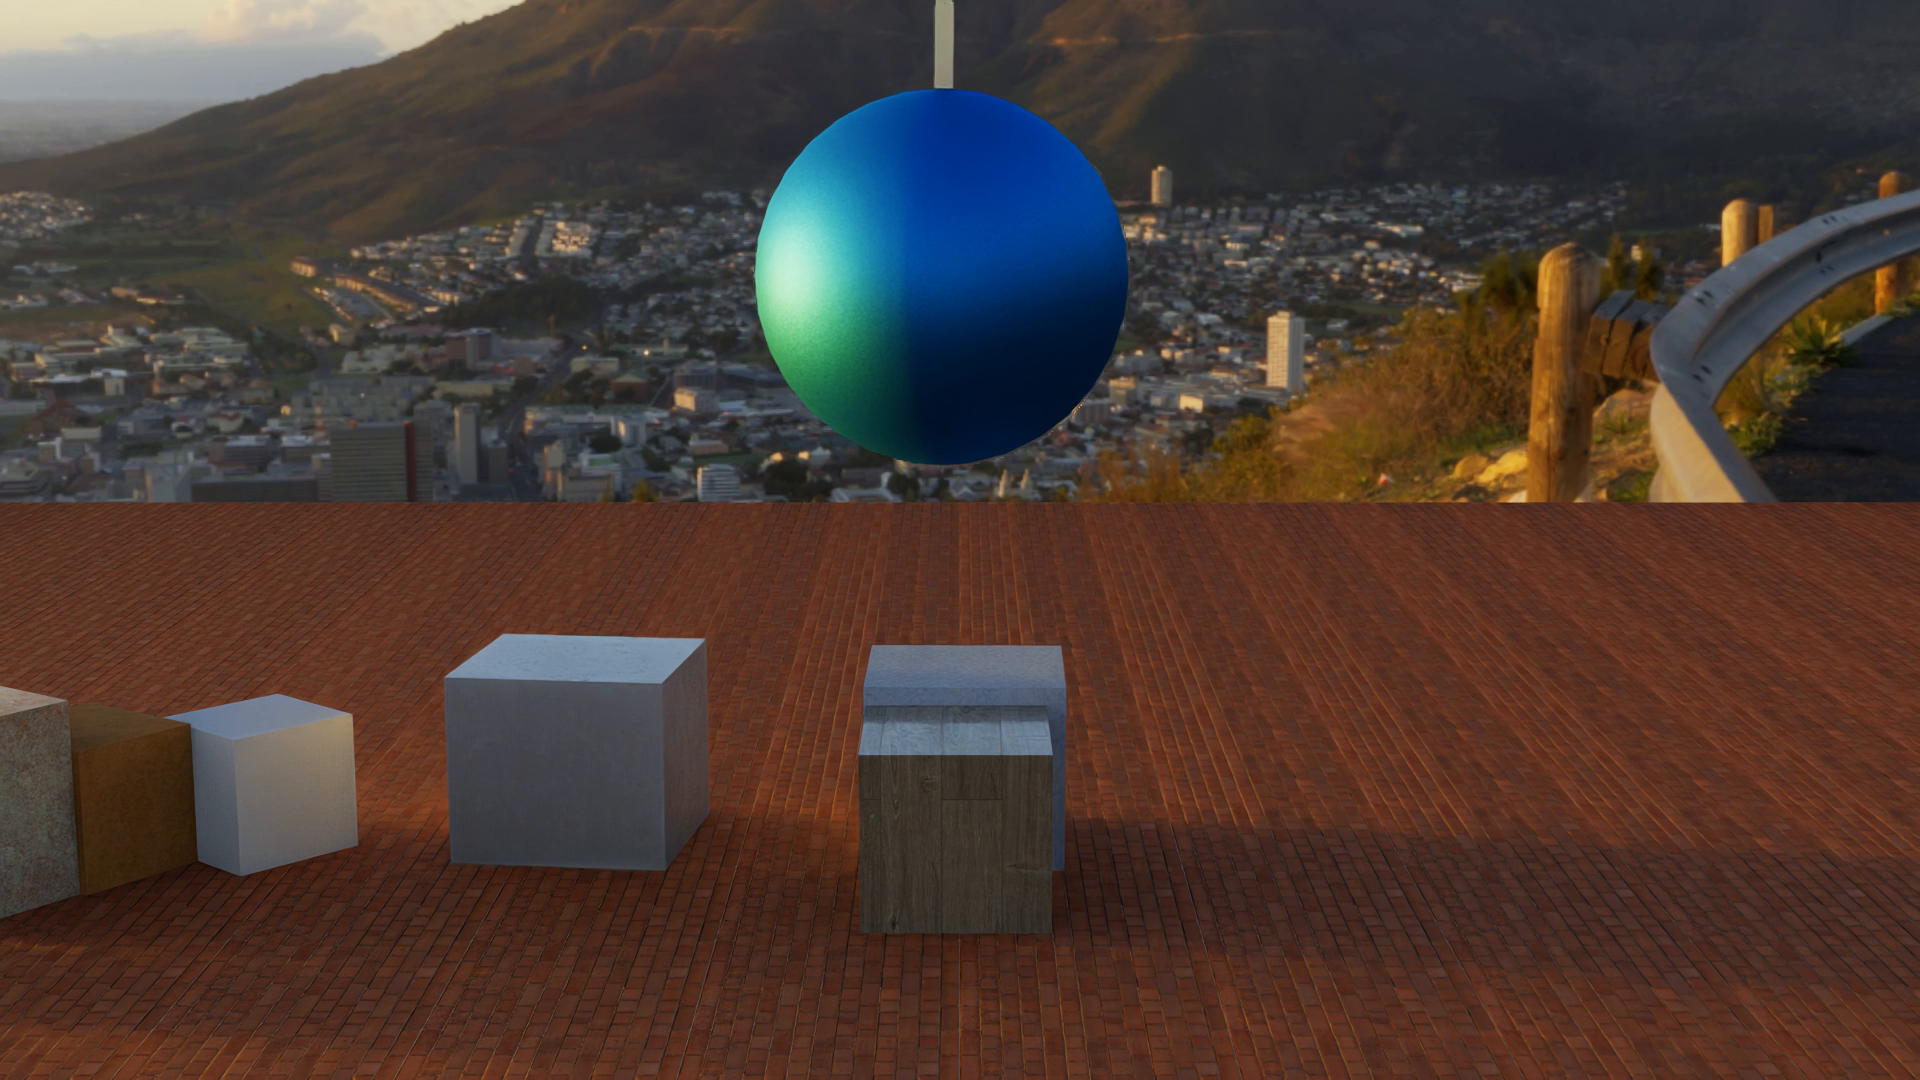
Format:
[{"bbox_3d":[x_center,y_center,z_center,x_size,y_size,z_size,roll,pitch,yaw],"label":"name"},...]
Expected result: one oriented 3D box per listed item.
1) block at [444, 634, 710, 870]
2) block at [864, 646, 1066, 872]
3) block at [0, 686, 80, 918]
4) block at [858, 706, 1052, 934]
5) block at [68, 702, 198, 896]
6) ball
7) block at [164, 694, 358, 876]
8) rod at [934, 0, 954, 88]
[{"bbox_3d":[-1.751,0.962,11.875,0.989,0.858,0.911,1,10,7],"label":"block"},{"bbox_3d":[0.026,0.987,11.789,0.893,0.840,0.845,0,10,1],"label":"block"},{"bbox_3d":[-4.351,1.119,10.996,0.829,0.863,0.689,7,12,34],"label":"block"},{"bbox_3d":[-0.017,1.178,10.960,0.793,0.761,0.836,0,10,0],"label":"block"},{"bbox_3d":[-3.900,1.145,11.482,0.701,0.639,0.598,7,12,33],"label":"block"},{"bbox_3d":[-0.080,-1.121,10.977,1.600,1.600,1.600,0,10,0],"label":"ball"},{"bbox_3d":[-3.201,1.108,11.734,0.593,0.623,0.622,9,14,41],"label":"block"},{"bbox_3d":[-0.035,-4.466,10.368,0.080,5.200,0.080,1,10,0],"label":"rod"}]
